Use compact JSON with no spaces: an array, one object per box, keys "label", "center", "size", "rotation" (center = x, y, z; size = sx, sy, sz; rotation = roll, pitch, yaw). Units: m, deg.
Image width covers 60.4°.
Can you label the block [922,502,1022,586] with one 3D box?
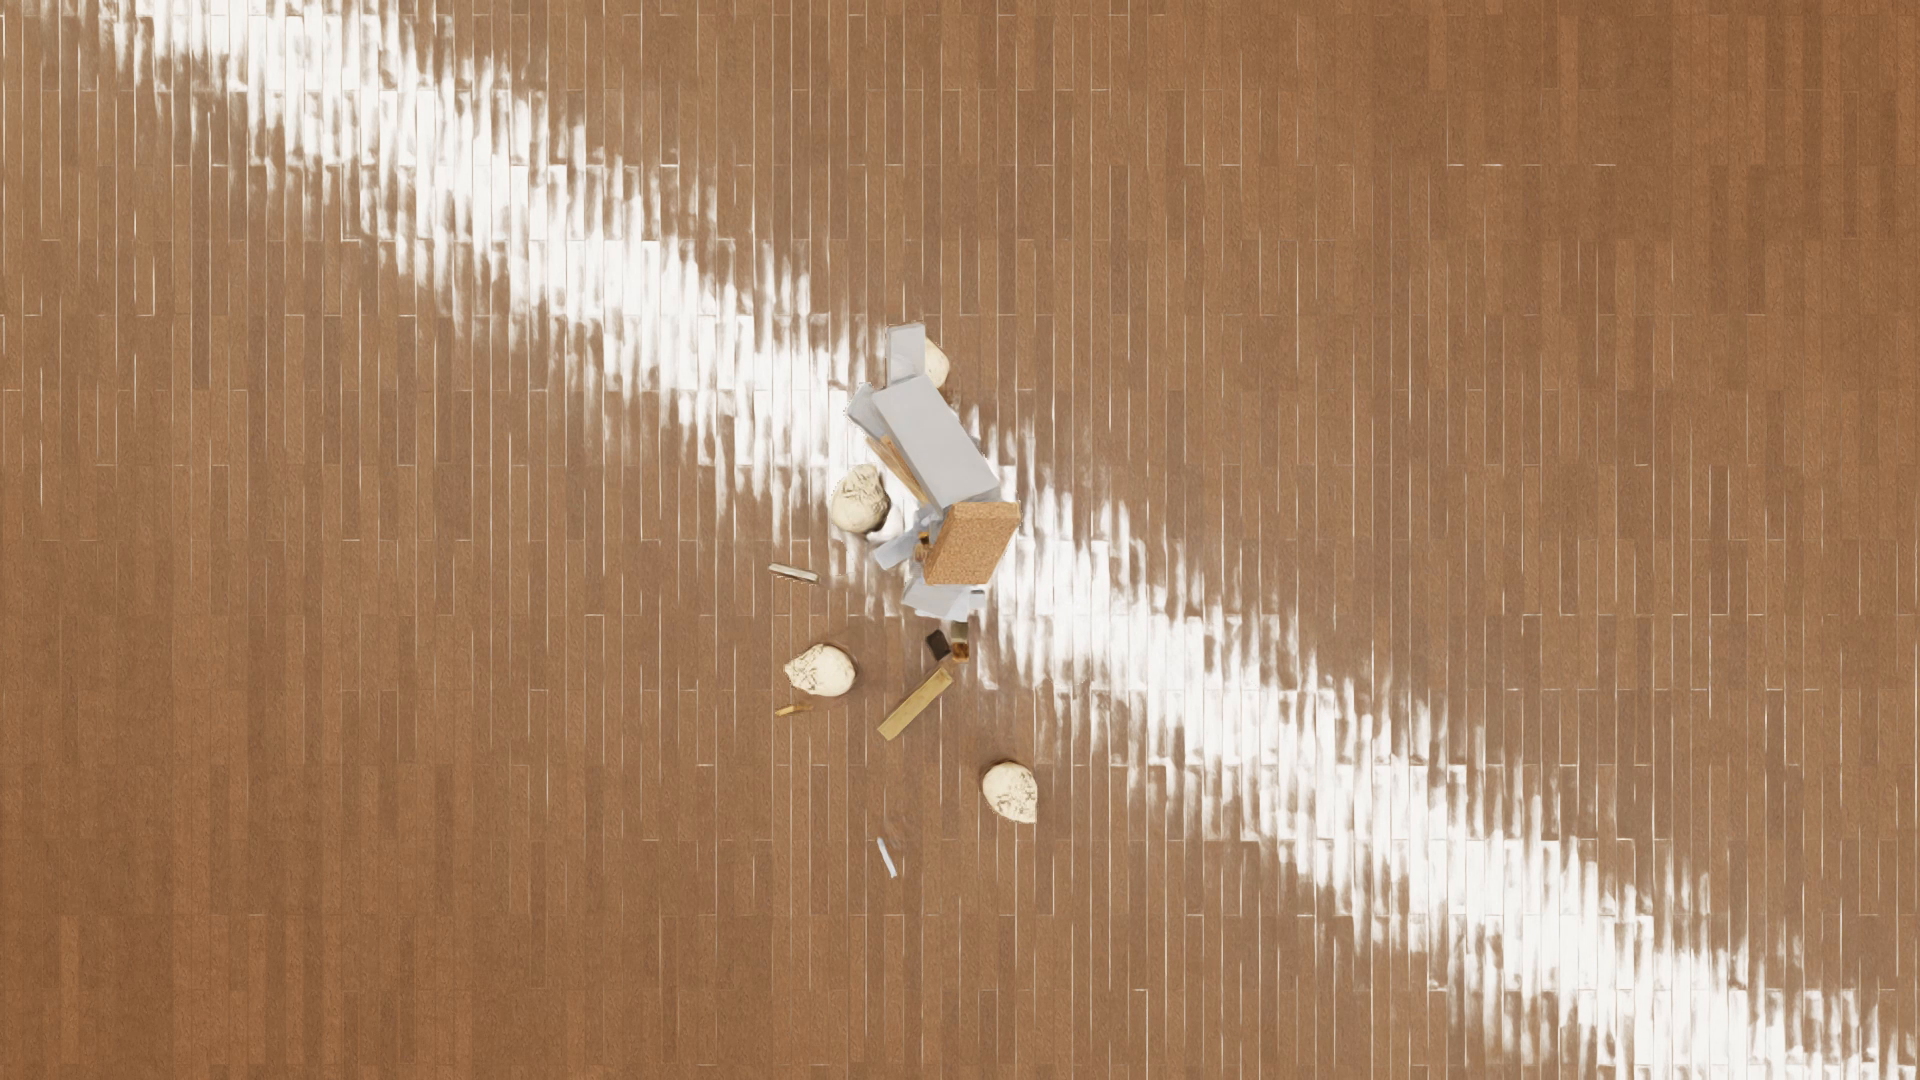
[{"label":"block","center":[0.028,0.012,4.337],"size":[0.174,0.347,0.049],"rotation":[0,59,-16]}]

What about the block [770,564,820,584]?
[{"label":"block","center":[-0.547,0.112,5.455],"size":[0.157,0.078,0.022],"rotation":[14,80,3]}]

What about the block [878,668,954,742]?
[{"label":"block","center":[-0.147,0.539,5.394],"size":[0.059,0.017,0.357],"rotation":[47,123,5]}]

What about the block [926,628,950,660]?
[{"label":"block","center":[-0.070,0.347,5.447],"size":[0.054,0.015,0.109],"rotation":[-36,134,-14]}]

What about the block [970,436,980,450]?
[{"label":"block","center":[-0.037,-0.314,5.347],"size":[0.140,0.281,0.040],"rotation":[-3,90,14]}]

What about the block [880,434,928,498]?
[{"label":"block","center":[-0.086,-0.228,4.665],"size":[0.145,0.041,0.291],"rotation":[-38,128,2]}]

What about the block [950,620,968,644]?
[{"label":"block","center":[-0.001,0.301,5.450],"size":[0.054,0.109,0.015],"rotation":[6,122,0]}]

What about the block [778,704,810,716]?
[{"label":"block","center":[-0.544,0.559,5.421],"size":[0.059,0.117,0.017],"rotation":[-19,80,20]}]

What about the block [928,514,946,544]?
[{"label":"block","center":[-0.053,-0.031,4.614],"size":[0.064,0.128,0.018],"rotation":[-12,58,-11]}]

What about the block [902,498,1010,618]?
[{"label":"block","center":[-0.010,0.044,4.925],"size":[0.145,0.041,0.518],"rotation":[19,135,-15]}]

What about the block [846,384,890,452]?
[{"label":"block","center":[-0.225,-0.340,4.685],"size":[0.204,0.029,0.102],"rotation":[40,71,-32]}]

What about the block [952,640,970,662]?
[{"label":"block","center":[0.003,0.369,5.449],"size":[0.054,0.109,0.015],"rotation":[-1,119,0]}]

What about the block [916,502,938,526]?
[{"label":"block","center":[-0.088,-0.077,4.654],"size":[0.064,0.128,0.018],"rotation":[-36,105,2]}]

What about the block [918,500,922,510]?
[{"label":"block","center":[-0.070,-0.226,5.189],"size":[0.140,0.040,0.281],"rotation":[-5,89,14]}]

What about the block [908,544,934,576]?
[{"label":"block","center":[-0.049,0.063,4.668],"size":[0.174,0.347,0.049],"rotation":[5,82,-4]}]

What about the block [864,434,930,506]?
[{"label":"block","center":[-0.115,-0.227,4.791],"size":[0.158,0.045,0.316],"rotation":[-43,91,2]}]

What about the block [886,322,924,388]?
[{"label":"block","center":[-0.152,-0.502,4.616],"size":[0.102,0.029,0.204],"rotation":[-14,124,-23]}]

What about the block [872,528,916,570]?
[{"label":"block","center":[-0.185,0.027,5.099],"size":[0.157,0.022,0.078],"rotation":[-28,134,-1]}]

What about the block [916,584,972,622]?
[{"label":"block","center":[-0.036,0.087,5.157],"size":[0.160,0.045,0.320],"rotation":[8,90,0]}]

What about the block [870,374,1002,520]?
[{"label":"block","center":[-0.069,-0.257,4.454],"size":[0.174,0.049,0.446],"rotation":[-22,56,-15]}]

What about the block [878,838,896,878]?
[{"label":"block","center":[-0.234,1.016,5.281],"size":[0.017,0.059,0.117],"rotation":[-22,111,-2]}]

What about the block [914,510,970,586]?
[{"label":"block","center":[-0.050,0.026,4.837],"size":[0.145,0.291,0.041],"rotation":[-1,49,5]}]

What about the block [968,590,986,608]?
[{"label":"block","center":[0.001,0.192,5.340],"size":[0.160,0.320,0.045],"rotation":[-1,91,0]}]

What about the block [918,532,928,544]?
[{"label":"block","center":[-0.073,0.007,4.740],"size":[0.064,0.128,0.018],"rotation":[-5,67,11]}]
